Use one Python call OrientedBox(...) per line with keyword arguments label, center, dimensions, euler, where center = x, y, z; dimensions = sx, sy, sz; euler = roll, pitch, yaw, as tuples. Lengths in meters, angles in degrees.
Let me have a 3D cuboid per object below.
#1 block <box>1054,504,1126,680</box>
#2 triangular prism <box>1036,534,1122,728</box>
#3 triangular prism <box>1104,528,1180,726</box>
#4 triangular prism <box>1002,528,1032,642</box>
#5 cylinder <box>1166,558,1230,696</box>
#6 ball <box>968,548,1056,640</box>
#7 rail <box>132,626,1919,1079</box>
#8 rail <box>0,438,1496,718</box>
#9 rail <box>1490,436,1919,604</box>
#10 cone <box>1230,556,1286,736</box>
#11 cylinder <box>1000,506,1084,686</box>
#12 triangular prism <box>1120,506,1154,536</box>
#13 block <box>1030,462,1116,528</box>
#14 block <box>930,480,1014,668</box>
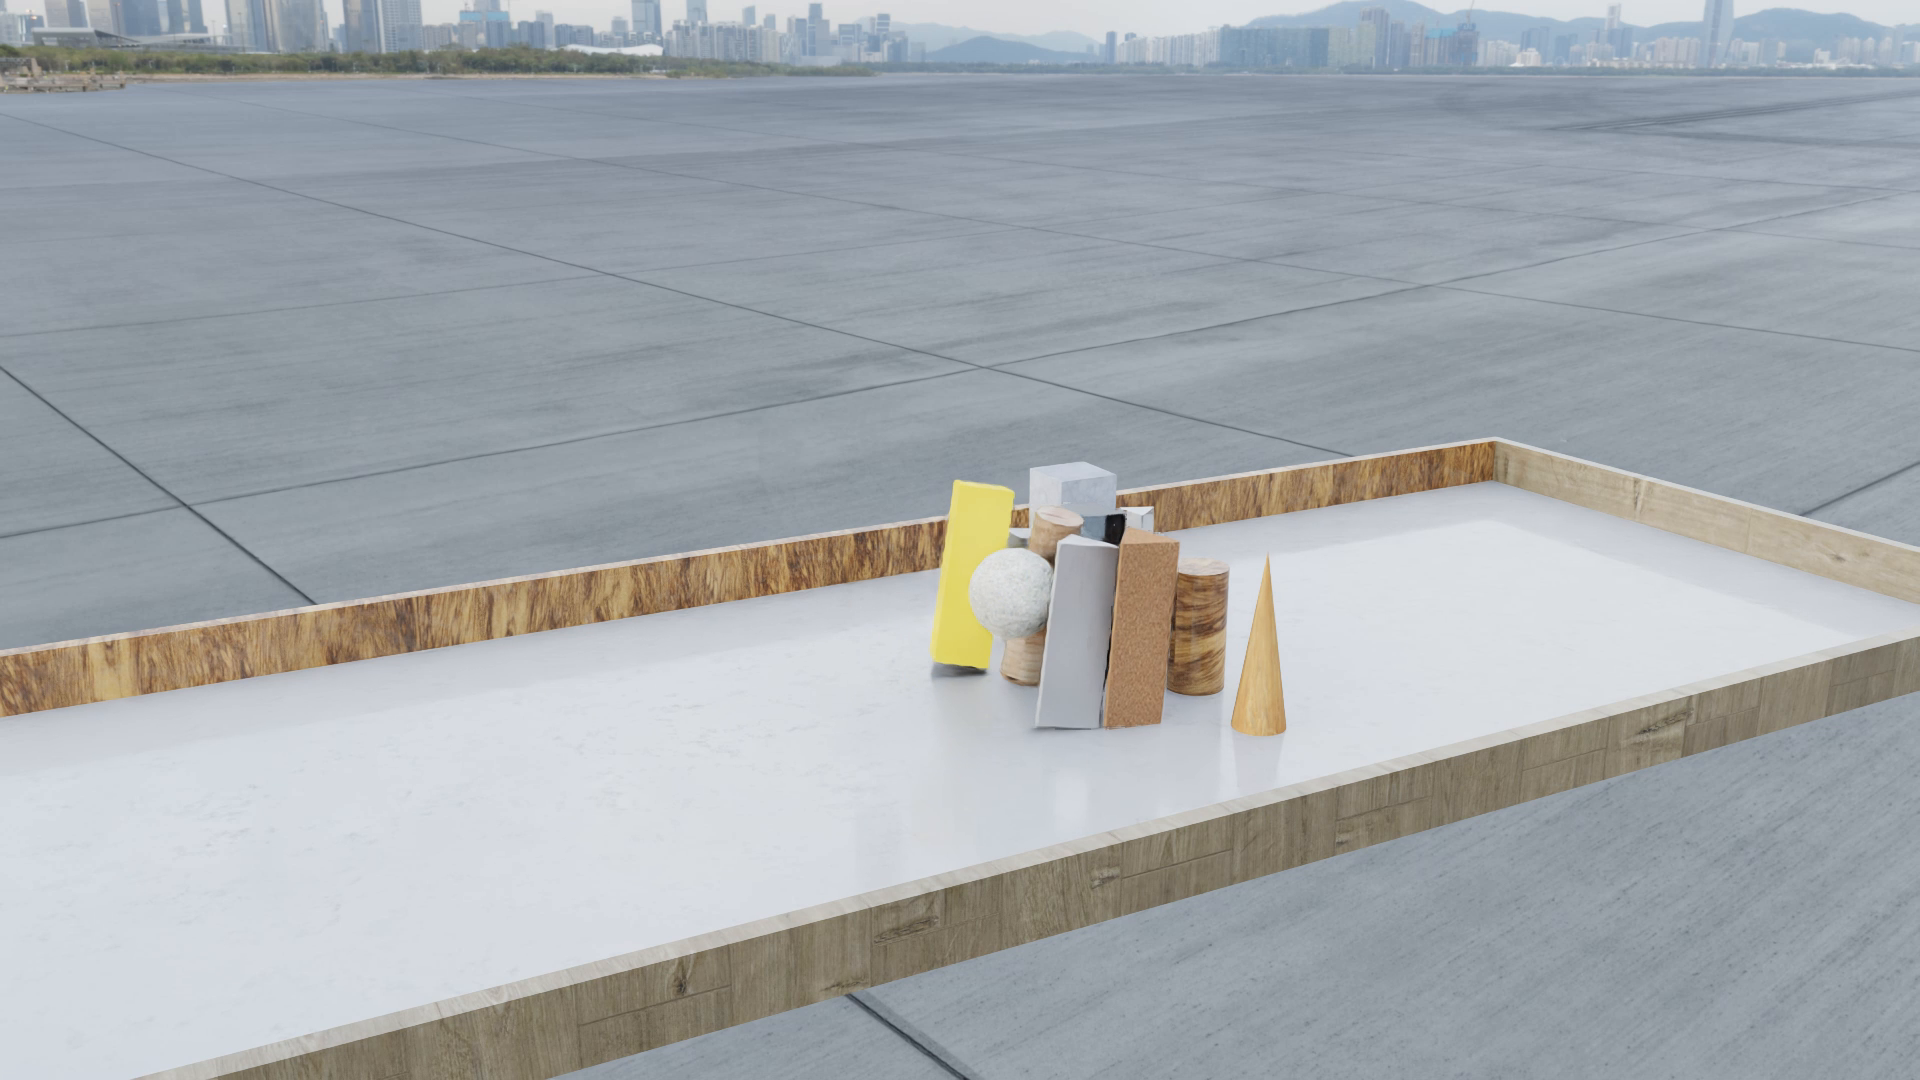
OrientedBox(label="block", center=(0.304, 0.135, 4.115), dimensions=(0.126, 0.430, 0.126), euler=(-6, 16, -37))
OrientedBox(label="triangular prism", center=(0.258, 0.211, 3.860), dimensions=(0.154, 0.431, 0.134), euler=(4, 10, -15))
OrientedBox(label="triangular prism", center=(0.401, 0.201, 3.861), dimensions=(0.145, 0.446, 0.126), euler=(-2, 17, -18))
OrientedBox(label="triangular prism", center=(0.155, 0.126, 4.365), dimensions=(0.103, 0.315, 0.119), euler=(12, 20, 34))
OrientedBox(label="cylinder", center=(0.584, 0.213, 4.080), dimensions=(0.151, 0.311, 0.151), euler=(0, 16, 0))
OrientedBox(label="ball", center=(0.128, 0.126, 3.889), dimensions=(0.215, 0.215, 0.215), euler=(0, 16, 0))
OrientedBox(label="rail", center=(-2.336, 1.006, 1.665), dimensions=(12.000, 0.150, 0.050), euler=(-9, 18, -27))
OrientedBox(label="rail", center=(-3.305, 0.497, 3.399), dimensions=(12.000, 0.150, 0.050), euler=(-9, 18, -27))
OrientedBox(label="rail", center=(2.466, -0.048, 5.253), dimensions=(0.050, 0.150, 2.100), euler=(-9, 18, -27))
OrientedBox(label="cone", center=(0.701, 0.230, 3.813), dimensions=(0.129, 0.428, 0.129), euler=(0, 16, 0))
OrientedBox(label="cylinder", center=(0.198, 0.141, 4.054), dimensions=(0.116, 0.436, 0.116), euler=(10, 22, -4))
OrientedBox(label="triangular prism", center=(0.475, 0.098, 4.360), dimensions=(0.079, 0.373, 0.091), euler=(-11, 20, -34))
OrientedBox(label="block", center=(0.309, 0.013, 4.571), dimensions=(0.172, 0.418, 0.172), euler=(-8, 18, -26))
OrientedBox(label="block", center=(0.029, 0.086, 4.203), dimensions=(0.138, 0.452, 0.138), euler=(8, 6, -7))
